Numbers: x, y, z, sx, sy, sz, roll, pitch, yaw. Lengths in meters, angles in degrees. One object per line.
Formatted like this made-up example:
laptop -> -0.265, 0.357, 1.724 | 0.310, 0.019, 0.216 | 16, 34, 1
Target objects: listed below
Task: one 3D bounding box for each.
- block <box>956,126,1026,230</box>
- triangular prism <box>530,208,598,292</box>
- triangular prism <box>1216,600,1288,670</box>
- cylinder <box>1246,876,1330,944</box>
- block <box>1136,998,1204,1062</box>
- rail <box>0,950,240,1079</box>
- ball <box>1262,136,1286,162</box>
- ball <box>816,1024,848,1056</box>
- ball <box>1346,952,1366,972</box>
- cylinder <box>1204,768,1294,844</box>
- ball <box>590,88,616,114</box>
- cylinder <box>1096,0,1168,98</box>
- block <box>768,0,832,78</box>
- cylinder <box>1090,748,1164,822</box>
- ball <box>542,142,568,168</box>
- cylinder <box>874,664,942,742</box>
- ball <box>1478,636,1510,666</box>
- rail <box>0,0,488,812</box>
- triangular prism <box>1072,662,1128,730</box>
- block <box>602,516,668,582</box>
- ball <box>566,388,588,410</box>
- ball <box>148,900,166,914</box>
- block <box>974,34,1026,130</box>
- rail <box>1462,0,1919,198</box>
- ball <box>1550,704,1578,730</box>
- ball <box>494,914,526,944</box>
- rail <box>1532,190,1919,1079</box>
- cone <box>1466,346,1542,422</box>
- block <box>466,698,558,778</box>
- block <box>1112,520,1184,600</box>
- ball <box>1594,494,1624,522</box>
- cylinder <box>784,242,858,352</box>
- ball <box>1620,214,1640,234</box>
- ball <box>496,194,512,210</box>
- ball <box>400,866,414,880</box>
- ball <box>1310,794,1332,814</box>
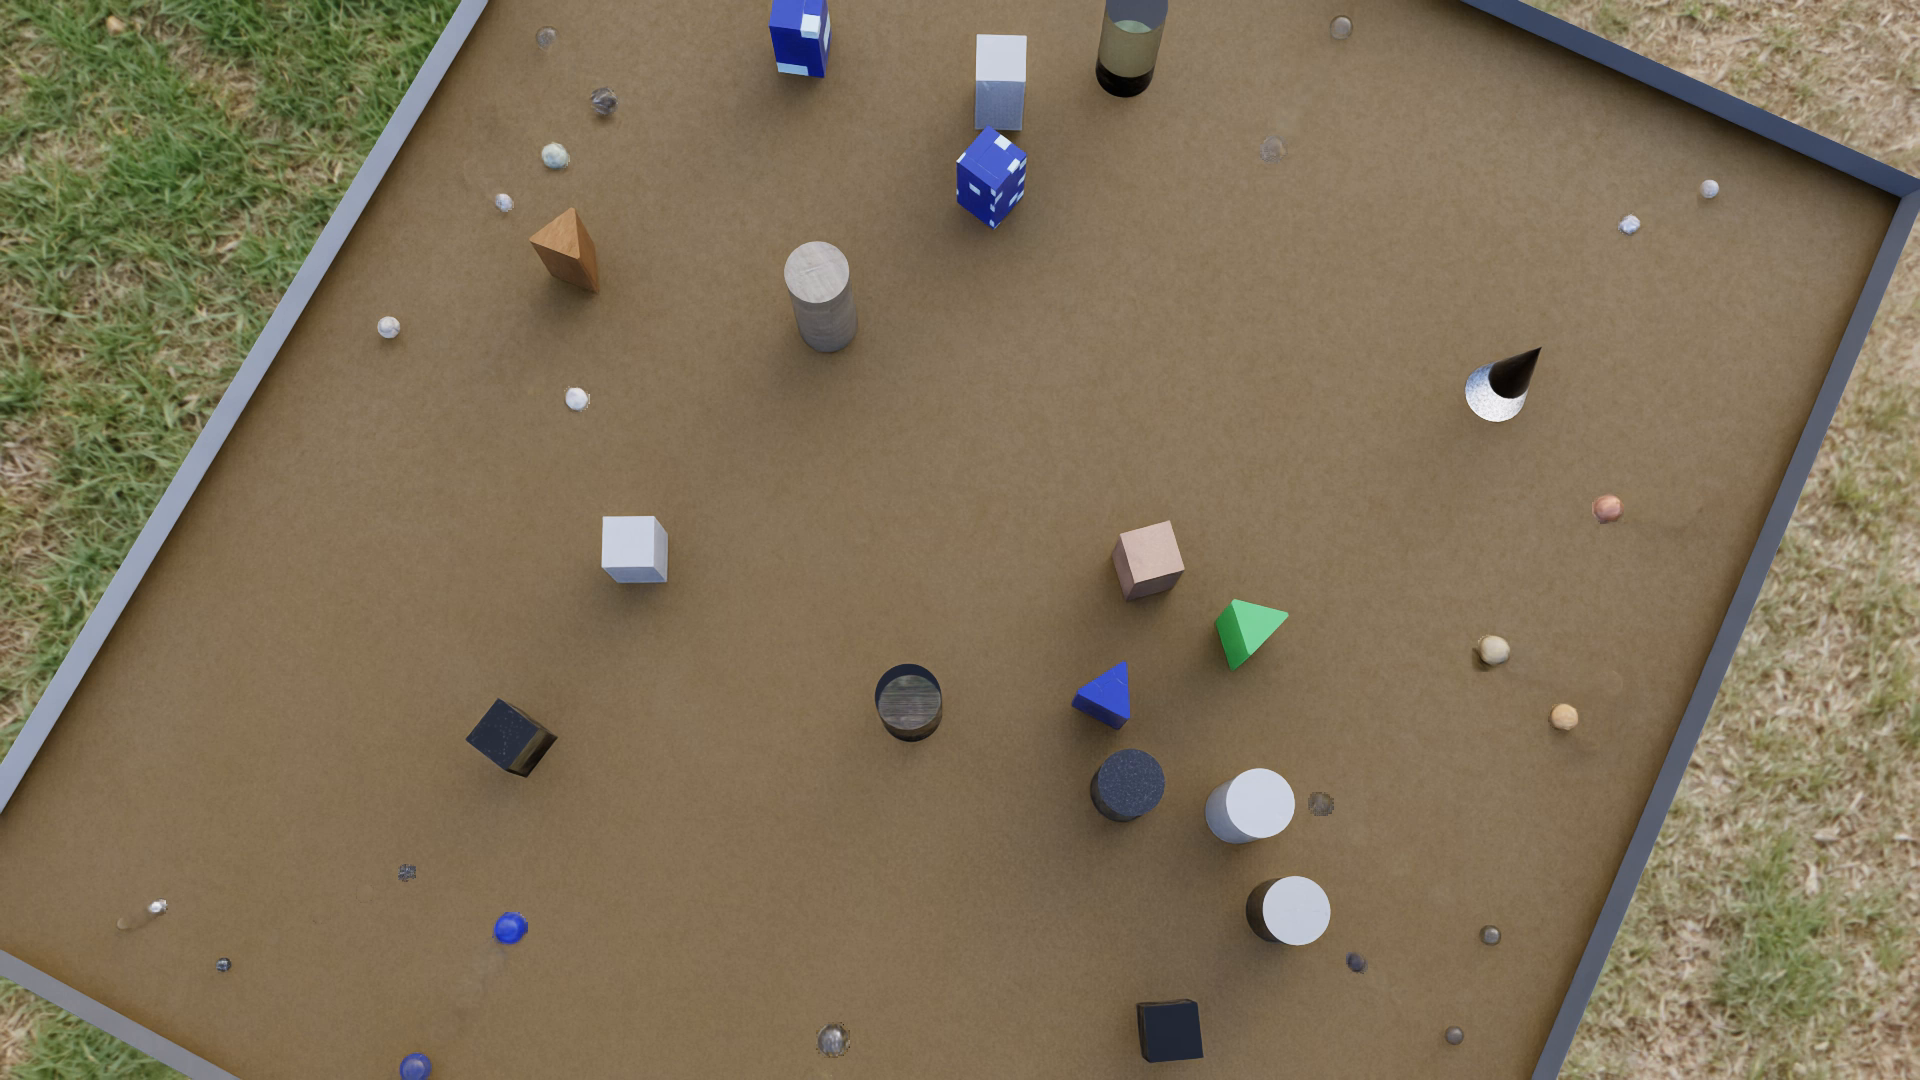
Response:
block -> 0.096, -1.120, 5.683 | 0.150, 0.324, 0.150 | 38, 81, 7
triangular prism -> -1.190, -0.905, 5.649 | 0.163, 0.303, 0.141 | 21, 79, 4
triangular prism -> 0.828, 0.255, 5.387 | 0.141, 0.347, 0.163 | 44, 82, 8
cylinder -> 0.934, 1.060, 5.238 | 0.188, 0.312, 0.188 | 0, 78, 0
block -> 0.593, 1.392, 5.208 | 0.150, 0.236, 0.150 | -5, 78, -1
rail -> -1.048, 2.058, 5.127 | 4.411, 0.122, 0.045 | 26, 80, 5
ball -> 0.998, -1.245, 5.834 | 0.078, 0.078, 0.078 | 0, 78, 0
ball -> -0.366, 1.439, 5.272 | 0.091, 0.091, 0.091 | 0, 78, 0
ball -> 1.154, 1.230, 5.334 | 0.055, 0.055, 0.055 | 0, 78, 0
cylinder -> 0.822, 0.764, 5.233 | 0.188, 0.442, 0.188 | 0, 78, 0
ball -> -1.140, -1.406, 5.865 | 0.082, 0.082, 0.082 | 0, 78, 0
cylinder -> 0.532, -1.564, 5.716 | 0.188, 0.438, 0.188 | 0, 78, 0
block -> -0.502, -1.609, 5.790 | 0.150, 0.312, 0.150 | 8, 78, 2
cylinder -> 0.481, 0.713, 5.303 | 0.188, 0.325, 0.188 | 0, 78, 0
ball -> -1.289, -1.223, 5.829 | 0.080, 0.080, 0.080 | 0, 78, 0
cylinder -> -0.146, 0.477, 5.337 | 0.188, 0.354, 0.188 | 0, 78, 0
ball -> 1.604, 0.332, 5.502 | 0.090, 0.090, 0.090 | 0, 78, 0
rail -> -1.952, -0.949, 5.749 | 0.045, 0.122, 4.732 | 26, 80, 5
triangular prism -> 0.439, 0.439, 5.367 | 0.163, 0.310, 0.141 | 27, 80, 5
block -> -0.970, 0.030, 5.480 | 0.150, 0.255, 0.150 | -1, 78, 0
ball -> -1.188, -0.437, 5.672 | 0.068, 0.068, 0.068 | 0, 78, 0
ball -> -2.354, 1.077, 5.371 | 0.044, 0.044, 0.044 | 0, 78, 0
block -> 0.125, -1.427, 5.733 | 0.150, 0.350, 0.150 | 2, 78, 0
rail -> 1.048, -2.045, 5.976 | 4.411, 0.122, 0.045 | 26, 80, 5
ball -> 1.803, 0.530, 5.466 | 0.079, 0.079, 0.079 | 0, 78, 0
ball -> -1.312, 1.133, 5.336 | 0.090, 0.090, 0.090 | 0, 78, 0
rail -> 1.952, 0.962, 5.354 | 0.045, 0.122, 4.732 | 26, 80, 5
cone -> 1.669, -0.508, 5.484 | 0.188, 0.466, 0.188 | 0, 78, 0
block -> -1.310, 0.582, 5.367 | 0.150, 0.252, 0.150 | 36, 81, 7
block -> 0.556, 0.065, 5.447 | 0.150, 0.306, 0.150 | -15, 79, -3
ball -> 1.980, -0.096, 5.592 | 0.086, 0.086, 0.086 | 0, 78, 0
cylinder -> -0.414, -0.727, 5.528 | 0.188, 0.469, 0.188 | 0, 78, 0
ball -> 2.118, -0.999, 5.793 | 0.058, 0.058, 0.058 | 0, 78, 0
ball -> -1.448, -1.074, 5.813 | 0.049, 0.049, 0.049 | 0, 78, 0
ball -> -1.628, 0.979, 5.392 | 0.042, 0.042, 0.042 | 0, 78, 0
ball -> 1.067, 0.781, 5.423 | 0.063, 0.063, 0.063 | 0, 78, 0
